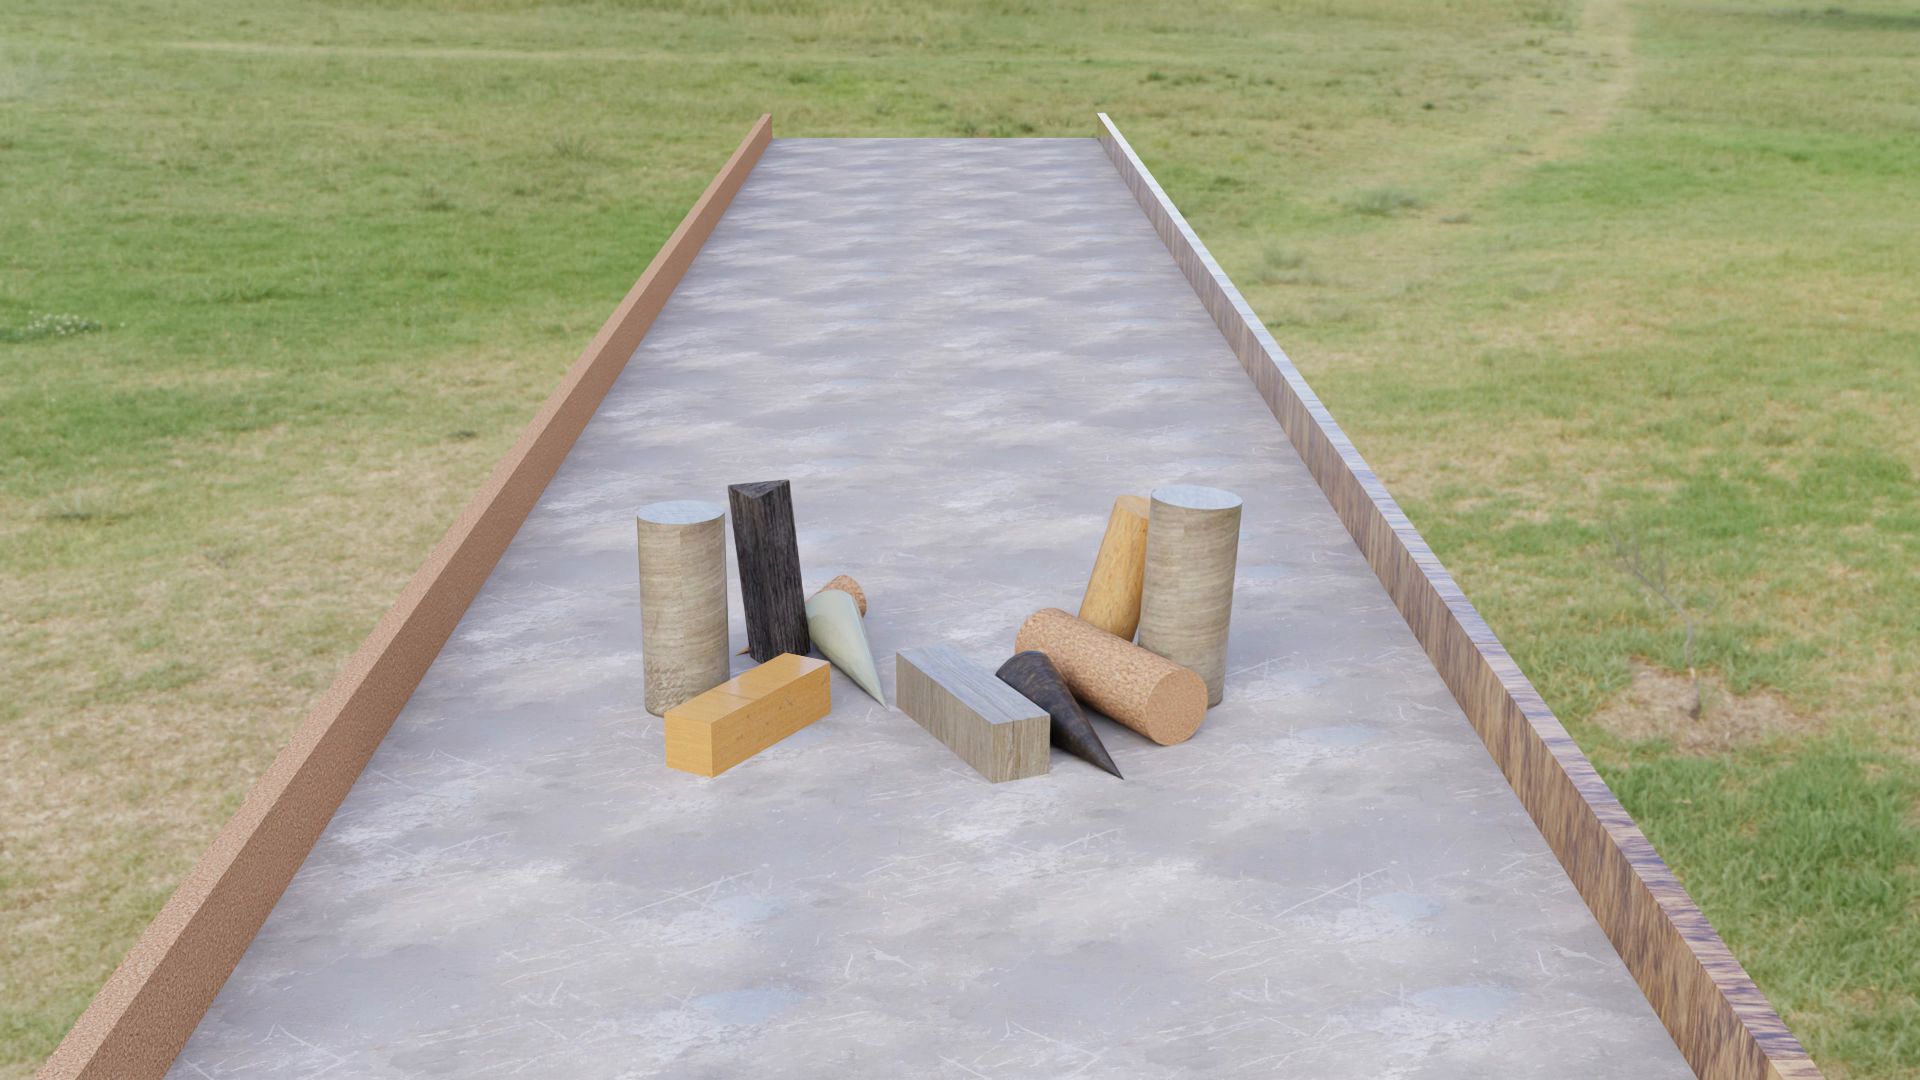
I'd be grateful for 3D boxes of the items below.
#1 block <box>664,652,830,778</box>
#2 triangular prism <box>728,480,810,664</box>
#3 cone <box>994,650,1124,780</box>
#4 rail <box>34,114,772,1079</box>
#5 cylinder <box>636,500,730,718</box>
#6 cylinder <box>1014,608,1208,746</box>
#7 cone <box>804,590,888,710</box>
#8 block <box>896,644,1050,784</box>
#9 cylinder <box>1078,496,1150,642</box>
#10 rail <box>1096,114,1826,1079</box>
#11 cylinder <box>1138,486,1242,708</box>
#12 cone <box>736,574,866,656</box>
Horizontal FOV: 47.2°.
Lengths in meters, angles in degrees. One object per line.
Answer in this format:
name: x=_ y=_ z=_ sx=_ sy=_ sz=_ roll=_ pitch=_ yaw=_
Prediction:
block: x=-0.381 y=0.314 z=3.993 sx=0.102 sy=0.102 sz=0.368 roll=10 pitch=19 yaw=29
triangular prism: x=-0.363 y=0.065 z=4.350 sx=0.103 sy=0.365 sz=0.119 roll=-16 pitch=22 yaw=-28
cone: x=0.200 y=0.343 z=3.950 sx=0.143 sy=0.143 sz=0.345 roll=-10 pitch=31 yaw=-29
rail: x=-1.118 y=-0.838 z=7.780 sx=0.050 sy=0.150 sz=12.000 roll=0 pitch=17 yaw=-1
cylinder: x=-0.516 y=0.131 z=4.120 sx=0.162 sy=0.381 sz=0.162 roll=0 pitch=17 yaw=0
cylinder: x=0.278 y=0.251 z=4.130 sx=0.143 sy=0.143 sz=0.418 roll=-10 pitch=19 yaw=-31
cone: x=-0.201 y=0.239 z=4.311 sx=0.128 sy=0.128 sz=0.380 roll=-6 pitch=27 yaw=-19
block: x=0.018 y=0.309 z=3.993 sx=0.110 sy=0.110 sz=0.416 roll=-8 pitch=18 yaw=-24
cylinder: x=0.315 y=0.086 z=4.325 sx=0.119 sy=0.330 sz=0.119 roll=15 pitch=21 yaw=-6
rail: x=0.932 y=-0.844 z=7.801 sx=0.050 sy=0.150 sz=12.000 roll=0 pitch=17 yaw=-1
cylinder: x=0.430 y=0.108 z=4.159 sx=0.171 sy=0.392 sz=0.171 roll=3 pitch=16 yaw=-1
cone: x=-0.344 y=0.178 z=4.538 sx=0.103 sy=0.103 sz=0.323 roll=16 pitch=32 yaw=42
